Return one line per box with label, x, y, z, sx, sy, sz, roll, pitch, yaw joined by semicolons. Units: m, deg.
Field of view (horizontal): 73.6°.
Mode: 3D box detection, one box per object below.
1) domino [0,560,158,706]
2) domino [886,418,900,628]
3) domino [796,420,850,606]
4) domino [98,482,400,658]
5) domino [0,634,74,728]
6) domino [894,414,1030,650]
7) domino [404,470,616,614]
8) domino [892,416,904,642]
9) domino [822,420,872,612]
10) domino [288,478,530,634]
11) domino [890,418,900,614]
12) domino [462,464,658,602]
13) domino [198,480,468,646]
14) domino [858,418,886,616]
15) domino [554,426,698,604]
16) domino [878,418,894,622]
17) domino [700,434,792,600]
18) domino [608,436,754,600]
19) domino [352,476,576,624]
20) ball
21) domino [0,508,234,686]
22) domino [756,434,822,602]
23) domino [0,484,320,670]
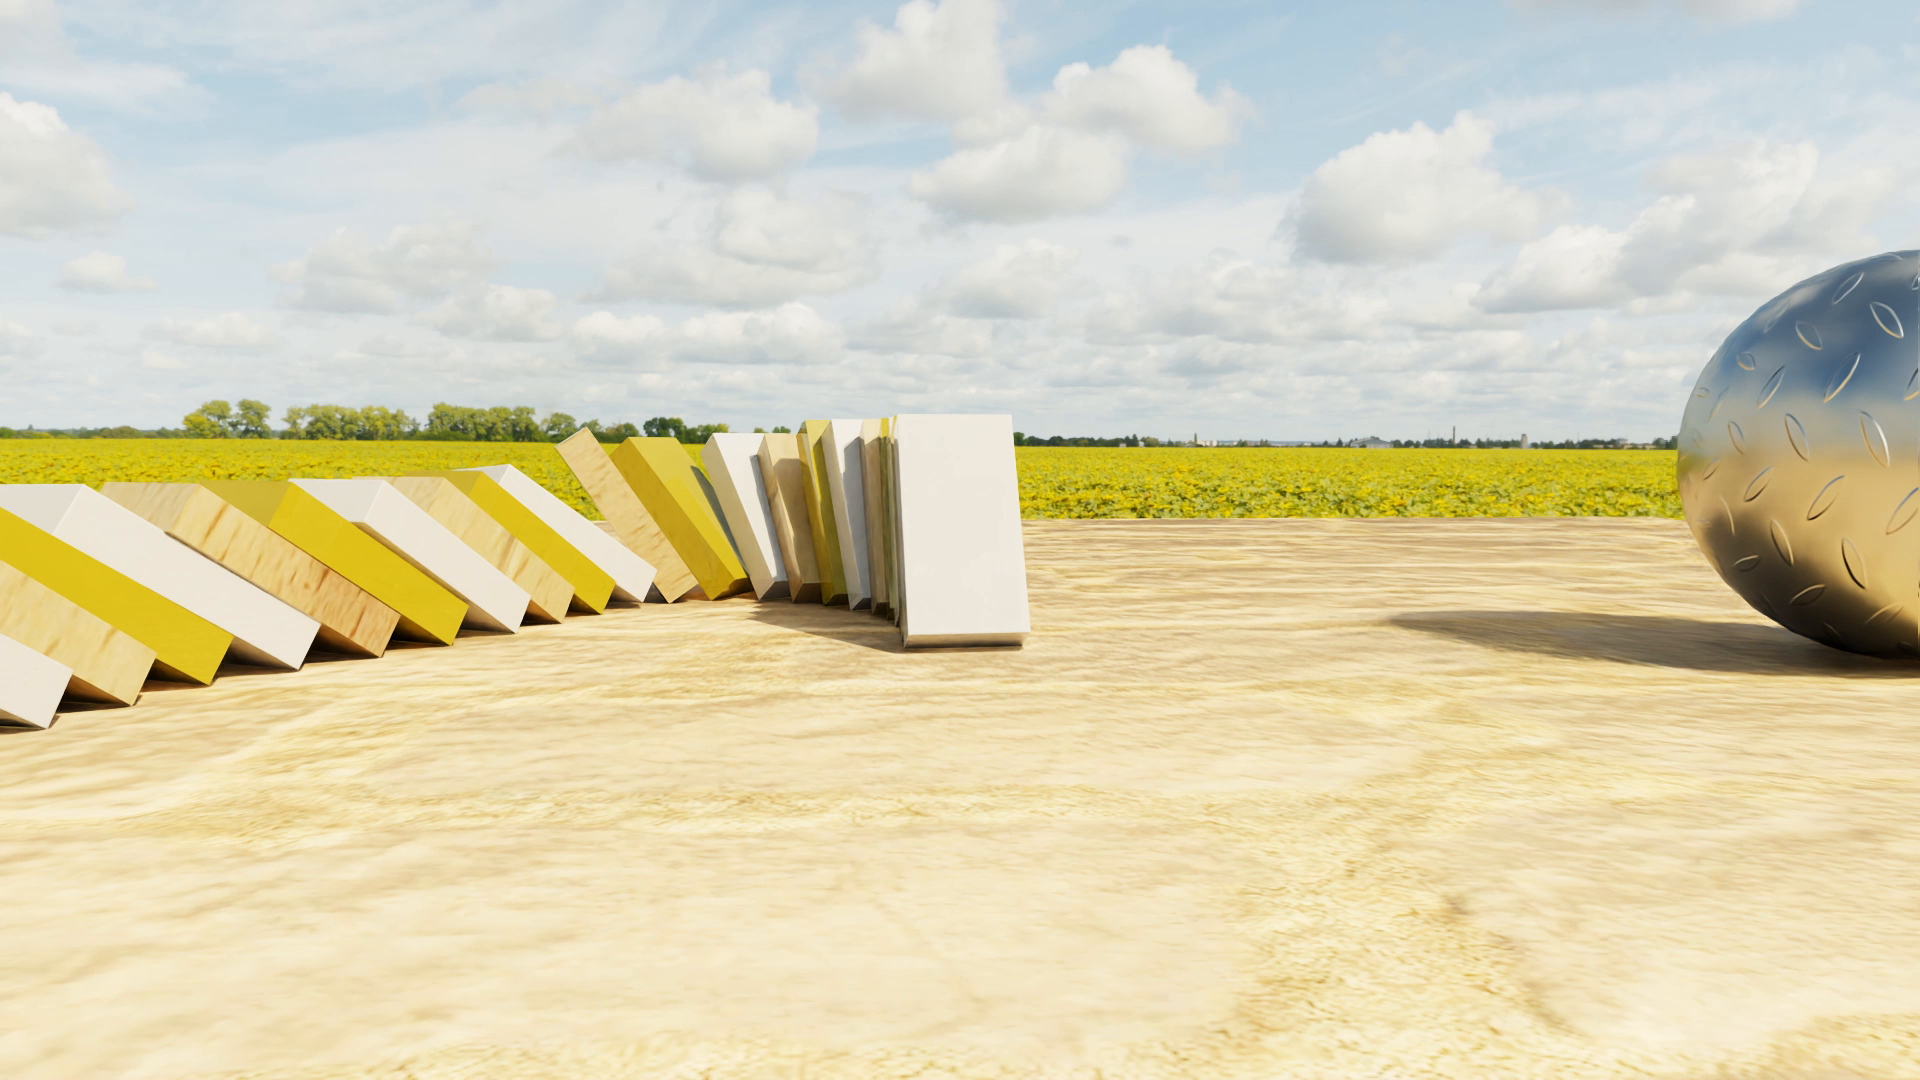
domino;-0.151;0.010;0.192;0.025;0.009;0.050;1;-30;13
domino;-0.004;-0.005;0.305;0.025;0.050;0.009;-1;-23;-8
domino;-0.027;-0.008;0.345;0.025;0.050;0.009;-2;-22;-25
domino;-0.134;0.007;0.242;0.025;0.010;0.050;2;-29;24
domino;-0.152;0.012;0.175;0.025;0.010;0.050;1;-28;11
domino;0.000;-0.002;0.273;0.025;0.050;0.009;-1;-23;-8
domino;-0.109;0.001;0.308;0.025;0.010;0.050;2;-30;29
domino;-0.001;-0.003;0.283;0.025;0.050;0.009;-1;-23;-8
domino;-0.019;-0.007;0.337;0.025;0.050;0.009;-2;-22;-25
domino;-0.118;0.004;0.274;0.025;0.009;0.050;2;-29;21
domino;-0.002;-0.004;0.294;0.025;0.050;0.009;-1;-23;-8
domino;-0.104;-0.001;0.325;0.025;0.010;0.050;-2;-32;38
domino;-0.126;0.005;0.258;0.025;0.009;0.050;2;-29;24
domino;-0.011;-0.006;0.326;0.025;0.050;0.009;-1;-23;-12
domino;-0.091;-0.007;0.348;0.009;0.050;0.025;-36;14;-13
domino;-0.006;-0.006;0.315;0.025;0.050;0.010;-1;-23;-8
domino;-0.053;-0.007;0.364;0.025;0.050;0.009;-4;-32;-42
domino;-0.075;-0.007;0.361;0.009;0.050;0.025;-41;-9;16
domino;-0.113;0.003;0.290;0.025;0.009;0.050;2;-29;21
ball;0.186;-0.016;0.251;0.080;0.080;0.080;0;4;0
domino;-0.150;0.009;0.212;0.025;0.009;0.050;1;-29;23
domino;-0.039;-0.007;0.357;0.025;0.050;0.009;-2;-34;-27
domino;-0.143;0.007;0.227;0.025;0.009;0.050;1;-29;25
